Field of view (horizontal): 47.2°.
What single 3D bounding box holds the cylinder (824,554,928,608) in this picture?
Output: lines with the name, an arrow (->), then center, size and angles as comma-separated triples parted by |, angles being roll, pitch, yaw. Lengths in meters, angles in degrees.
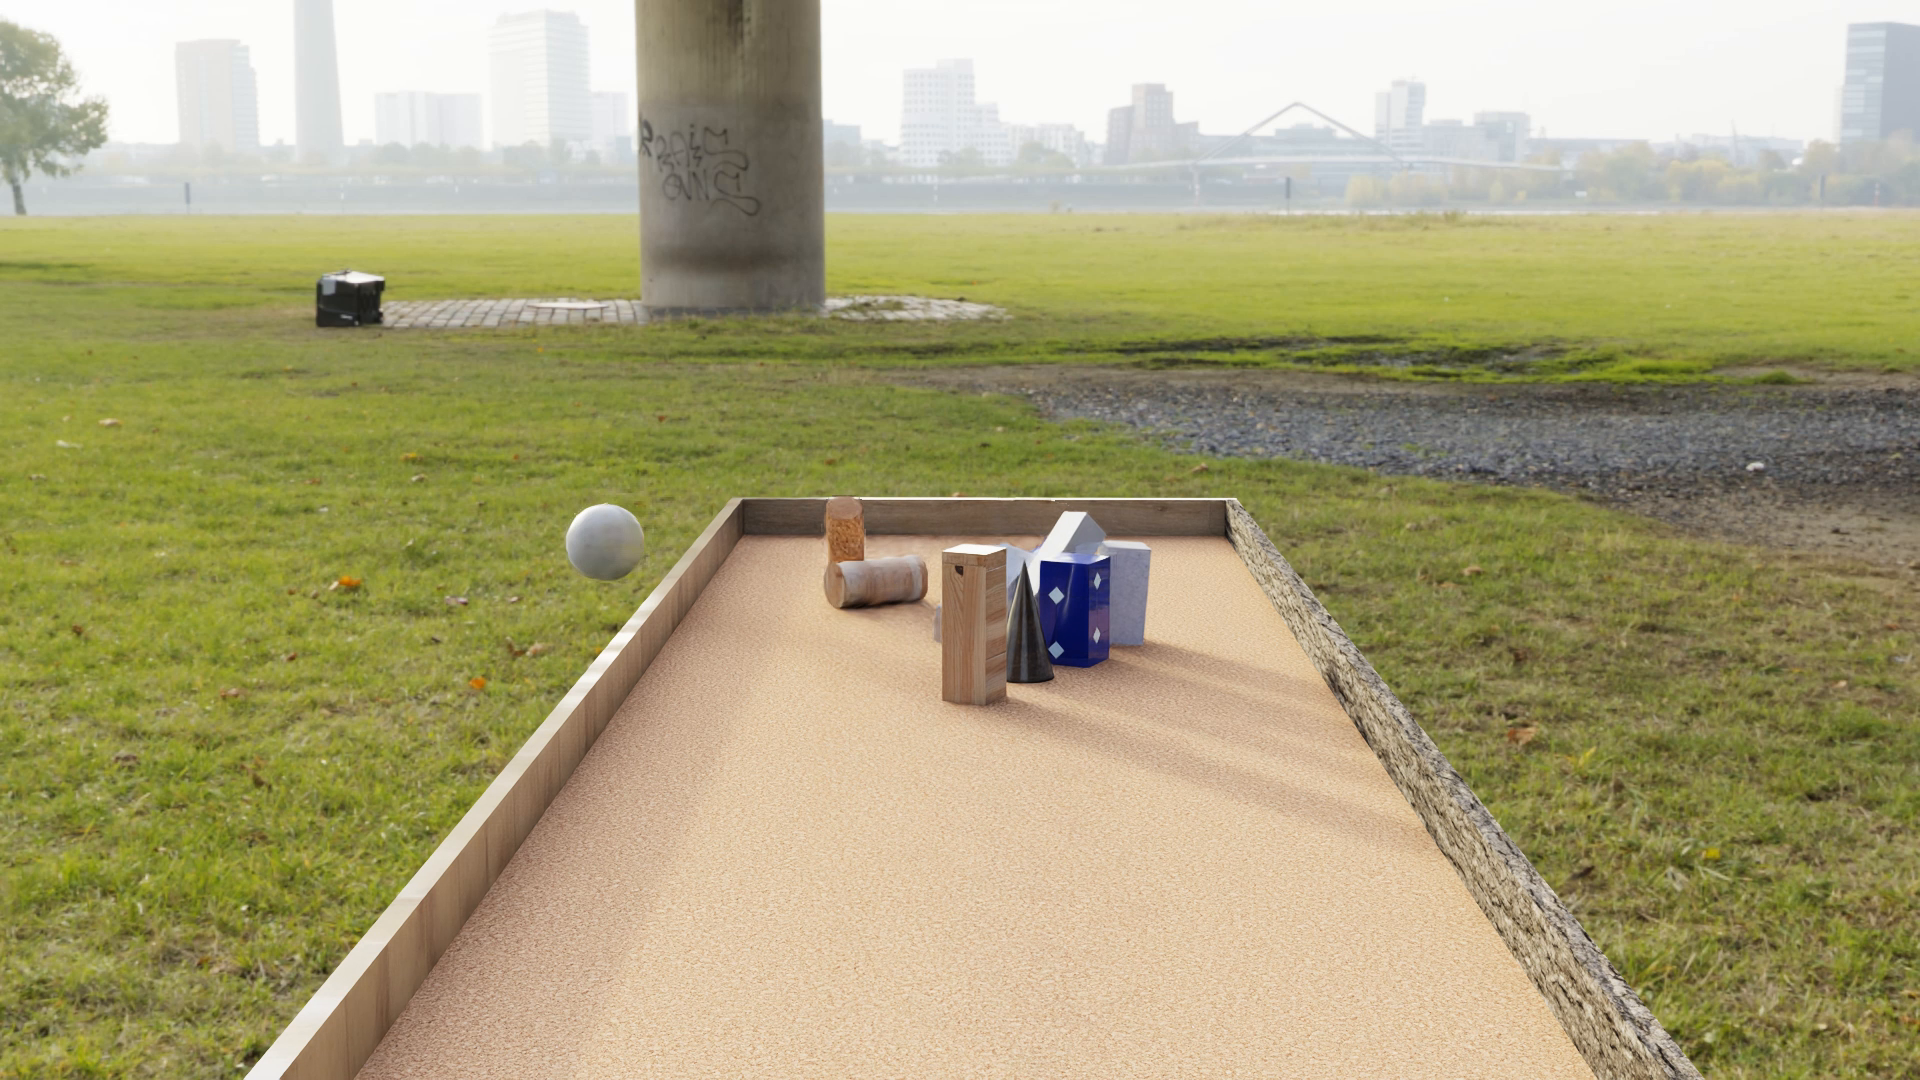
cylinder -> -0.289, 0.143, 7.598 | 0.326, 0.157, 0.157 | -5, 10, -30

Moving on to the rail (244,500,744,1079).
rail -> -1.004, 0.839, 3.234 | 0.050, 0.150, 12.000 | 0, 9, 1

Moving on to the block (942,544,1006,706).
block -> 0.041, 0.236, 6.159 | 0.135, 0.425, 0.135 | 4, 10, 26

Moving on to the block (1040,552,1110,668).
block -> 0.348, 0.211, 6.670 | 0.161, 0.316, 0.161 | 4, 10, 26

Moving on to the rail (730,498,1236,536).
rail -> 0.099, -0.098, 9.147 | 2.100, 0.150, 0.050 | 0, 9, 1

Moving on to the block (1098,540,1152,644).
block -> 0.511, 0.165, 6.962 | 0.140, 0.305, 0.140 | 3, 9, -7

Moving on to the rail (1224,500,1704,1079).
rail -> 1.046, 0.843, 3.208 | 0.050, 0.150, 12.000 | 0, 9, 1

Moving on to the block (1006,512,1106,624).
block -> 0.283, 0.124, 6.907 | 0.110, 0.454, 0.110 | 4, -35, 52

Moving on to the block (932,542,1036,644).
block -> 0.083, 0.181, 6.906 | 0.130, 0.130, 0.427 | 22, 38, 21

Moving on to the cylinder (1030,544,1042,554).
cylinder -> 0.193, 0.155, 7.204 | 0.158, 0.158, 0.342 | 9, 32, 46

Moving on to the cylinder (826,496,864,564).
cylinder -> -0.410, 0.007, 7.859 | 0.129, 0.320, 0.129 | 0, 41, 0

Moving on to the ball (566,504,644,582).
ball -> -1.311, 0.011, 8.131 | 0.289, 0.289, 0.289 | 0, 9, 0

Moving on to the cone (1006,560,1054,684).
cone -> 0.188, 0.227, 6.442 | 0.179, 0.356, 0.179 | 0, 9, 0
